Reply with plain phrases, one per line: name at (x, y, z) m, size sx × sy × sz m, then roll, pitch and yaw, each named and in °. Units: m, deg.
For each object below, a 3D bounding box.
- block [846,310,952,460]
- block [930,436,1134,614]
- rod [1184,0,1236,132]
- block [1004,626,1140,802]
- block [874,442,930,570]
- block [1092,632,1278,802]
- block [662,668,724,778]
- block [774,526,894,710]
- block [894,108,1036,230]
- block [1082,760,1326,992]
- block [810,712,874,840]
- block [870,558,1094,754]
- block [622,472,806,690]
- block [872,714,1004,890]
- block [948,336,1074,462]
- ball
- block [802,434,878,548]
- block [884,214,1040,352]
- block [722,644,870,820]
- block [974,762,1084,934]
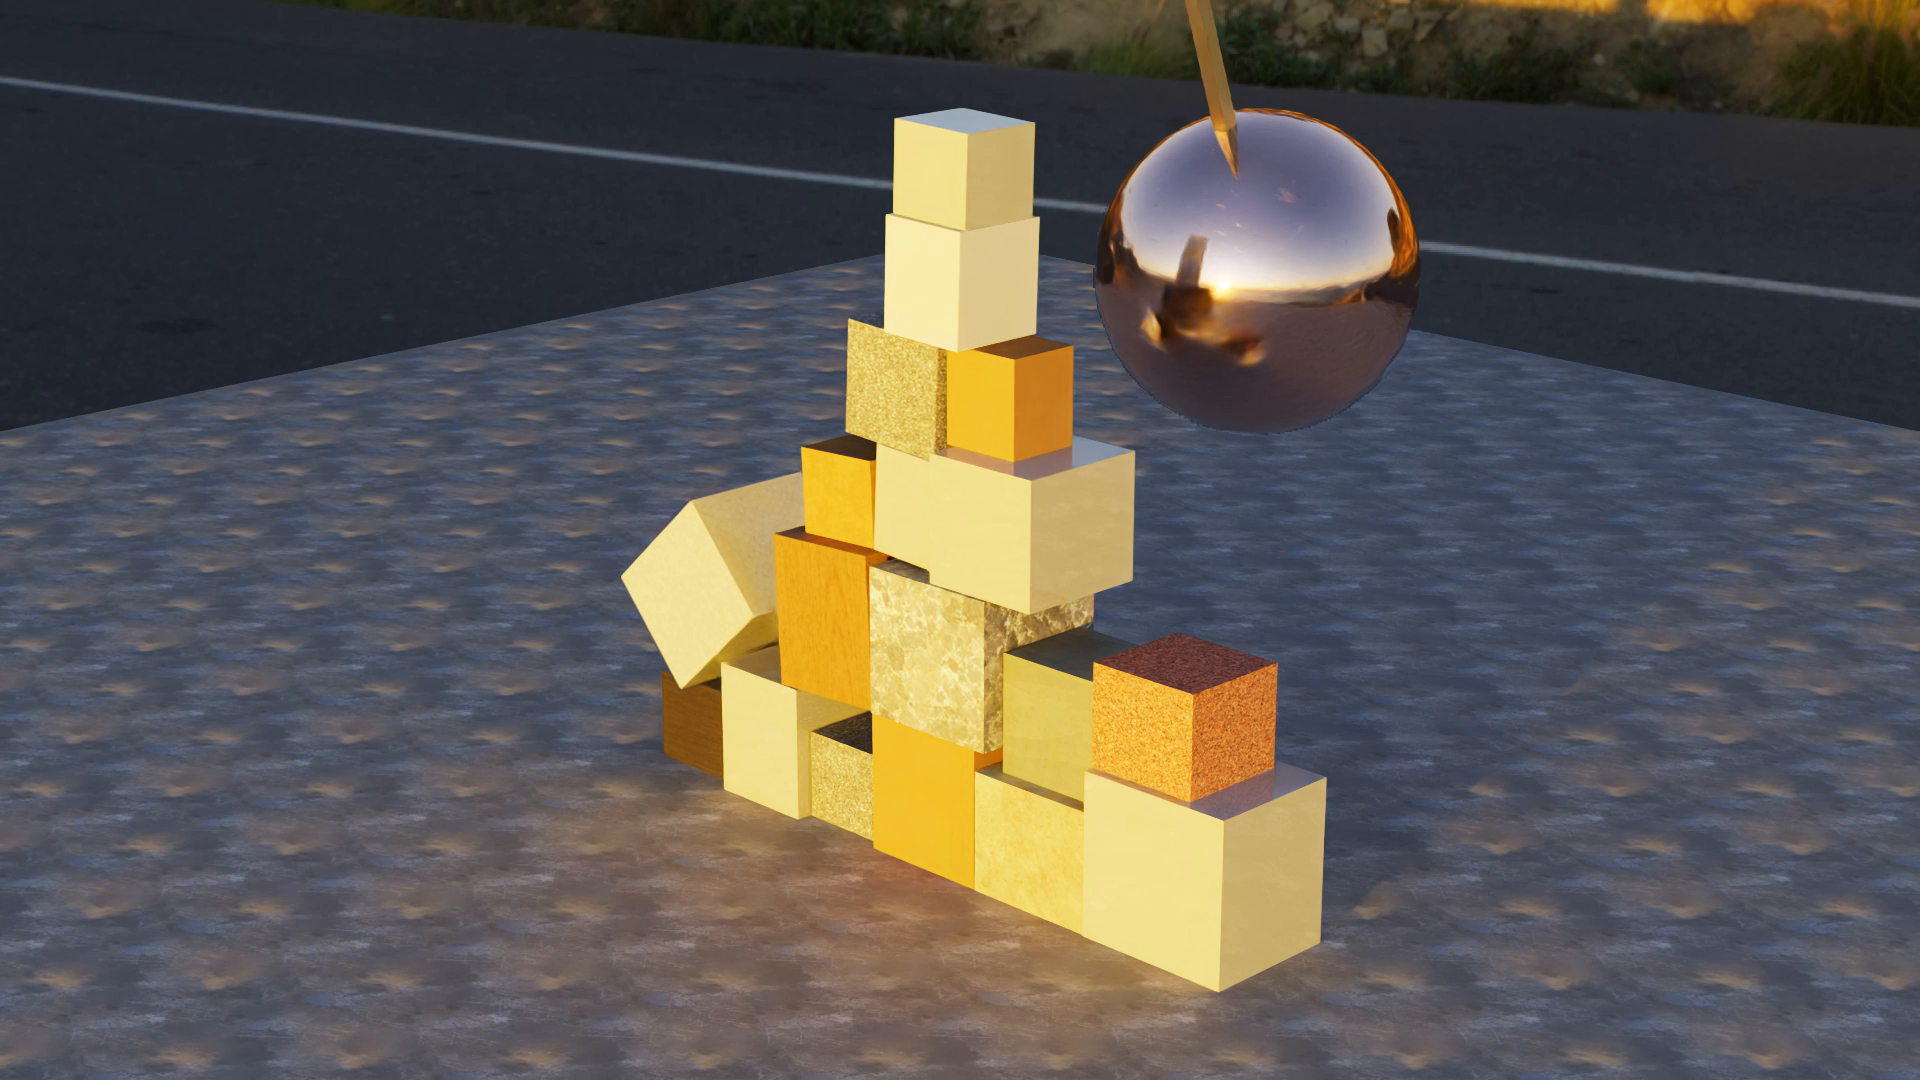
block at (-0.137, -0.724, 13.287) m, size 0.576 × 0.534 × 0.485 m, roll 20°, pitch 26°, yaw 41°
block at (0.318, -0.100, 12.985) m, size 0.665 × 0.601 × 0.614 m, roll -17°, pitch 24°, yaw -42°
rod at (0.636, -4.118, 12.714) m, size 0.080 × 5.200 × 0.080 m, roll 17°, pitch 44°, yaw 42°
block at (0.567, 0.774, 13.008) m, size 0.497 × 0.567 × 0.562 m, roll -17°, pitch 24°, yaw -42°
block at (-0.079, -0.193, 13.355) m, size 0.460 × 0.508 × 0.405 m, roll -17°, pitch 27°, yaw -42°
block at (0.961, 0.751, 12.568) m, size 0.550 × 0.480 × 0.560 m, roll -17°, pitch 24°, yaw -42°
block at (-1.130, 0.876, 14.791) m, size 0.494 × 0.458 × 0.557 m, roll -17°, pitch 24°, yaw -42°
block at (-0.406, 0.310, 13.863) m, size 0.660 × 0.742 × 0.629 m, roll -17°, pitch 21°, yaw -42°
block at (0.017, -1.625, 12.814) m, size 0.415 × 0.420 × 0.449 m, roll -17°, pitch 26°, yaw -42°
block at (1.052, 1.373, 12.682) m, size 0.681 × 0.776 × 0.779 m, roll -17°, pitch 24°, yaw -42°
block at (-0.368, 1.120, 14.056) m, size 0.487 × 0.434 × 0.485 m, roll -17°, pitch 24°, yaw -42°
block at (0.099, 0.459, 13.390) m, size 0.711 × 0.709 × 0.729 m, roll -17°, pitch 24°, yaw -42°
block at (-1.074, 0.197, 14.523) m, size 0.734 × 0.657 × 0.763 m, roll -17°, pitch -19°, yaw -42°
block at (0.058, 1.116, 13.638) m, size 0.647 × 0.693 × 0.660 m, roll -17°, pitch 24°, yaw -42°
block at (0.221, -0.640, 12.937) m, size 0.375 × 0.457 × 0.410 m, roll -17°, pitch 24°, yaw -42°
ball at (1.467, -1.324, 14.463) m, size 1.600 × 1.600 × 1.600 m, roll 0°, pitch 17°, yaw 0°
block at (-0.404, -0.246, 13.704) m, size 0.460 × 0.413 × 0.465 m, roll -17°, pitch 21°, yaw -42°
block at (0.007, -1.173, 12.962) m, size 0.494 × 0.531 × 0.460 m, roll -17°, pitch 26°, yaw -42°
block at (-0.740, 0.901, 14.375) m, size 0.644 × 0.662 × 0.545 m, roll -17°, pitch 24°, yaw -42°
block at (0.542, 1.311, 13.211) m, size 0.681 × 0.578 × 0.663 m, roll -17°, pitch 24°, yaw -42°
